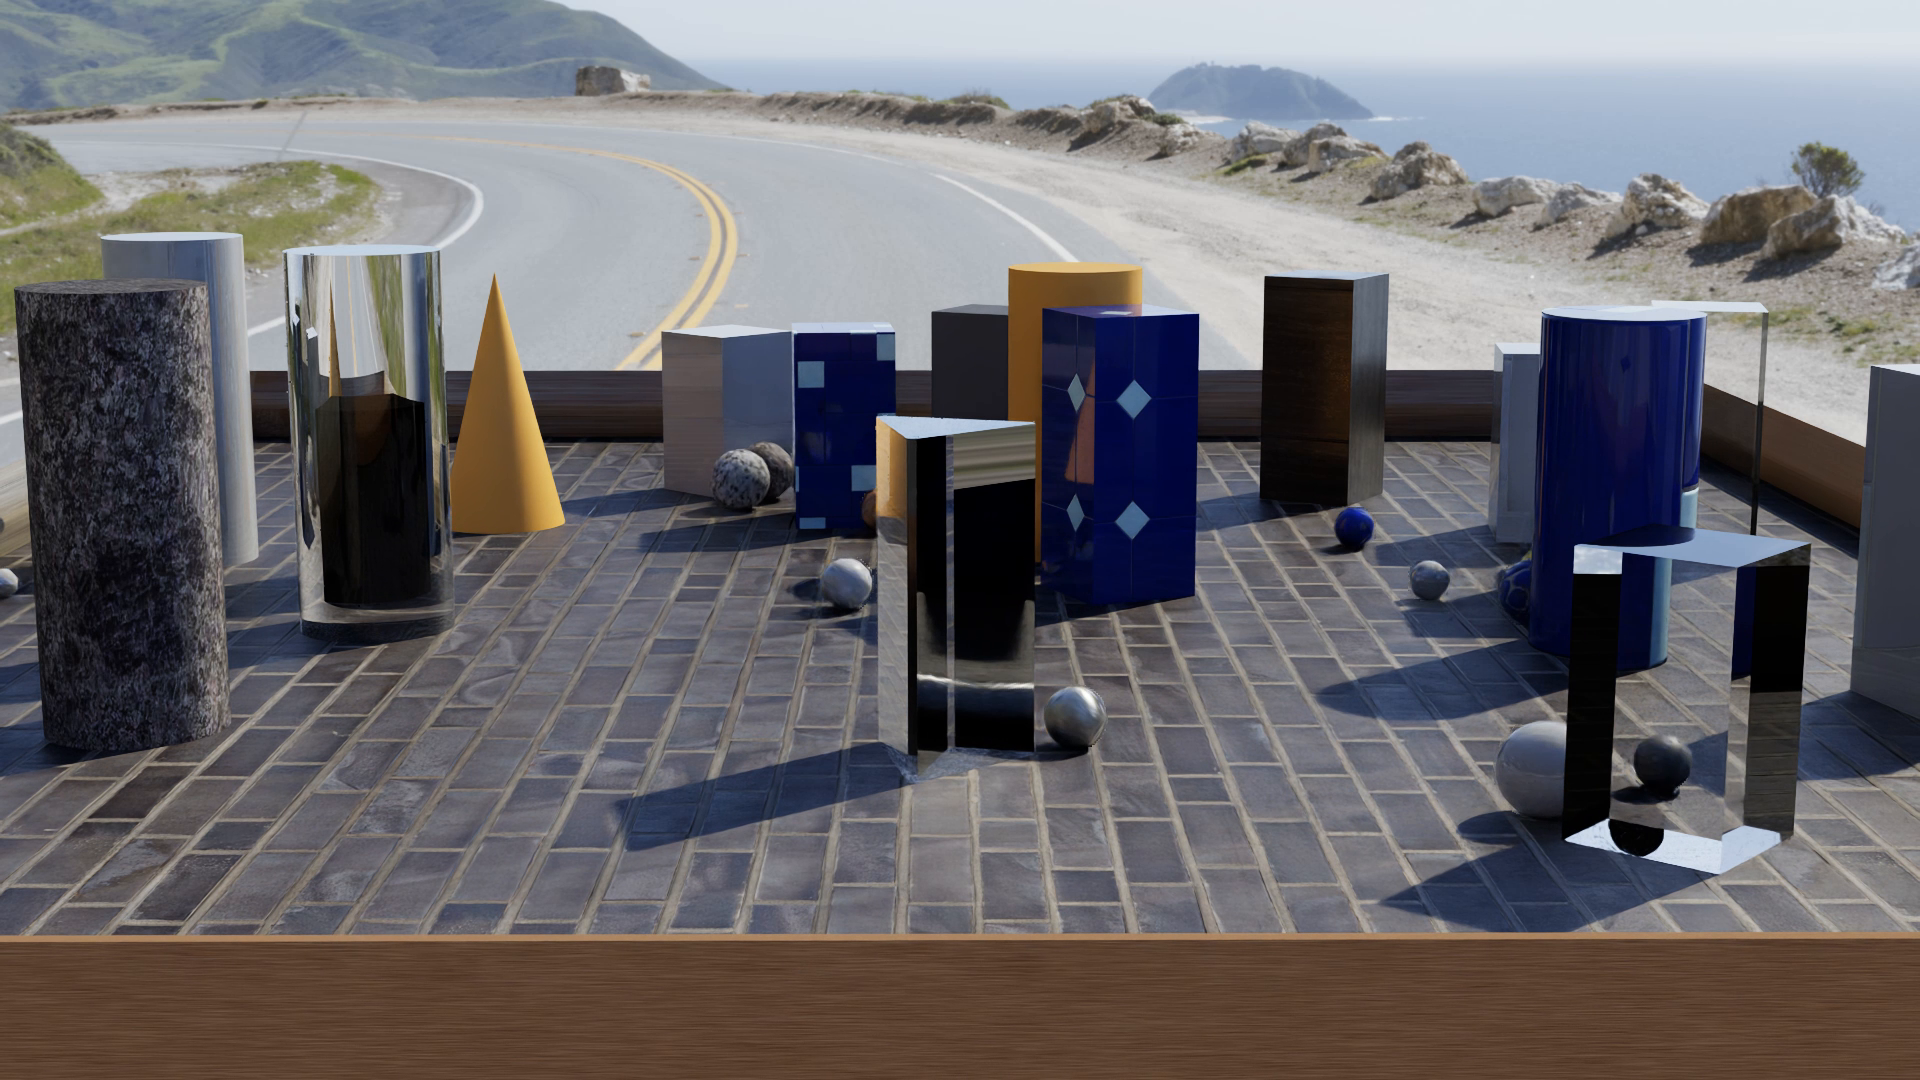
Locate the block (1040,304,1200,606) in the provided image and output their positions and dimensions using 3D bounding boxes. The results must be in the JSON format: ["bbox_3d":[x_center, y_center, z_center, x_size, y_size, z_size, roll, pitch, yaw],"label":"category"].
[{"bbox_3d":[0.221,-0.123,3.575,0.160,0.393,0.160,-5,11,-24],"label":"block"}]

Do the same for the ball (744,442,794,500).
[{"bbox_3d":[-0.332,-0.118,4.357,0.099,0.099,0.099,0,10,0],"label":"ball"}]

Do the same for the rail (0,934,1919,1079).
[{"bbox_3d":[0.010,0.335,1.817,2.880,0.130,0.045,0,10,0],"label":"rail"}]

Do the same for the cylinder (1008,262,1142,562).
[{"bbox_3d":[0.172,-0.194,3.855,0.200,0.431,0.200,0,10,0],"label":"cylinder"}]

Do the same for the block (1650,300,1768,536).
[{"bbox_3d":[1.116,-0.165,3.860,0.160,0.373,0.160,2,11,13],"label":"block"}]

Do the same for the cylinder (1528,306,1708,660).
[{"bbox_3d":[0.824,-0.074,3.223,0.200,0.424,0.200,0,10,0],"label":"cylinder"}]

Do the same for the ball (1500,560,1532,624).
[{"bbox_3d":[0.755,0.069,3.379,0.087,0.087,0.087,0,10,0],"label":"ball"}]

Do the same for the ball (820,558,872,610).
[{"bbox_3d":[-0.154,0.059,3.482,0.069,0.069,0.069,0,10,0],"label":"ball"}]

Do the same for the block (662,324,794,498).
[{"bbox_3d":[-0.402,-0.225,4.453,0.160,0.276,0.160,10,14,43],"label":"block"}]

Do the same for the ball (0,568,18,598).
[{"bbox_3d":[-1.325,0.060,3.549,0.043,0.043,0.043,0,10,0],"label":"ball"}]

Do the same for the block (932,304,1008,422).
[{"bbox_3d":[0.057,-0.262,4.585,0.160,0.300,0.160,5,12,26],"label":"block"}]

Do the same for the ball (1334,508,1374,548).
[{"bbox_3d":[0.604,-0.019,3.926,0.061,0.061,0.061,0,10,0],"label":"ball"}]

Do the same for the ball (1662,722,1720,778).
[{"bbox_3d":[0.756,0.217,2.657,0.058,0.058,0.058,0,10,0],"label":"ball"}]

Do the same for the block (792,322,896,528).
[{"bbox_3d":[-0.189,-0.187,4.145,0.160,0.313,0.160,-1,11,-5],"label":"block"}]

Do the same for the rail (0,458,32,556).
[{"bbox_3d":[-1.416,0.035,3.441,0.045,0.130,3.365,0,10,0],"label":"rail"}]

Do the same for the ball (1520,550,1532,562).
[{"bbox_3d":[0.798,0.051,3.463,0.093,0.093,0.093,0,10,0],"label":"ball"}]

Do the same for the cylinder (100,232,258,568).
[{"bbox_3d":[-1.153,-0.208,3.799,0.200,0.480,0.200,0,10,0],"label":"cylinder"}]

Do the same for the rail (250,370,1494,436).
[{"bbox_3d":[-0.010,-0.268,5.080,2.880,0.130,0.045,0,10,0],"label":"rail"}]

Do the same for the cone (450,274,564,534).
[{"bbox_3d":[-0.738,-0.227,4.106,0.200,0.405,0.200,0,10,0],"label":"cone"}]

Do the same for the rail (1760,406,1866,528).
[{"bbox_3d":[1.416,0.032,3.457,0.045,0.130,3.365,0,10,0],"label":"rail"}]

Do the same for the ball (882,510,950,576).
[{"bbox_3d":[-0.065,0.004,3.700,0.098,0.098,0.098,0,10,0],"label":"ball"}]

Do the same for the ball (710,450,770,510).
[{"bbox_3d":[-0.365,-0.101,4.265,0.100,0.100,0.100,0,10,0],"label":"ball"}]

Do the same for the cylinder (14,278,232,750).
[{"bbox_3d":[-0.917,-0.033,2.819,0.200,0.492,0.200,0,10,0],"label":"cylinder"}]

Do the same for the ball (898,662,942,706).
[{"bbox_3d":[-0.047,0.166,2.954,0.051,0.051,0.051,0,10,0],"label":"ball"}]

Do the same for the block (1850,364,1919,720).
[{"bbox_3d":[1.148,-0.001,2.939,0.160,0.385,0.160,-2,11,-12],"label":"block"}]

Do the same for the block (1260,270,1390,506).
[{"bbox_3d":[0.620,-0.262,4.369,0.160,0.379,0.160,6,12,30],"label":"block"}]

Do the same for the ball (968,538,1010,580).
[{"bbox_3d":[0.042,0.026,3.687,0.060,0.060,0.060,0,10,0],"label":"ball"}]

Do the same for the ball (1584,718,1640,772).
[{"bbox_3d":[0.681,0.214,2.681,0.056,0.056,0.056,0,10,0],"label":"ball"}]

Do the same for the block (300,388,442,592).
[{"bbox_3d":[-0.835,-0.072,3.651,0.160,0.266,0.160,0,10,-3],"label":"block"}]

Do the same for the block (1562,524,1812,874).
[{"bbox_3d":[0.686,0.144,2.426,0.160,0.286,0.160,9,14,40],"label":"block"}]

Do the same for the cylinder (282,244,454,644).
[{"bbox_3d":[-0.766,-0.129,3.333,0.200,0.494,0.200,0,10,0],"label":"cylinder"}]

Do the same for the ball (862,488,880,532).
[{"bbox_3d":[-0.121,-0.048,4.057,0.070,0.070,0.070,0,10,0],"label":"ball"}]

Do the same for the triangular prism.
[{"bbox_3d":[-0.036,0.054,2.719,0.173,0.358,0.150,-9,14,-42],"label":"triangular prism"}]

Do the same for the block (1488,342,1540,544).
[{"bbox_3d":[0.919,-0.153,4.014,0.160,0.293,0.160,1,11,7],"label":"block"}]

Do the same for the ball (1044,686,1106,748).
[{"bbox_3d":[0.124,0.191,2.774,0.066,0.066,0.066,0,10,0],"label":"ball"}]

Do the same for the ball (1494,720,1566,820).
[{"bbox_3d":[0.572,0.225,2.507,0.097,0.097,0.097,0,10,0],"label":"ball"}]

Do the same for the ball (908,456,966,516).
[{"bbox_3d":[-0.037,-0.088,4.207,0.096,0.096,0.096,0,10,0],"label":"ball"}]

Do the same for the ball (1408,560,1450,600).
[{"bbox_3d":[0.647,0.056,3.539,0.055,0.055,0.055,0,10,0],"label":"ball"}]
